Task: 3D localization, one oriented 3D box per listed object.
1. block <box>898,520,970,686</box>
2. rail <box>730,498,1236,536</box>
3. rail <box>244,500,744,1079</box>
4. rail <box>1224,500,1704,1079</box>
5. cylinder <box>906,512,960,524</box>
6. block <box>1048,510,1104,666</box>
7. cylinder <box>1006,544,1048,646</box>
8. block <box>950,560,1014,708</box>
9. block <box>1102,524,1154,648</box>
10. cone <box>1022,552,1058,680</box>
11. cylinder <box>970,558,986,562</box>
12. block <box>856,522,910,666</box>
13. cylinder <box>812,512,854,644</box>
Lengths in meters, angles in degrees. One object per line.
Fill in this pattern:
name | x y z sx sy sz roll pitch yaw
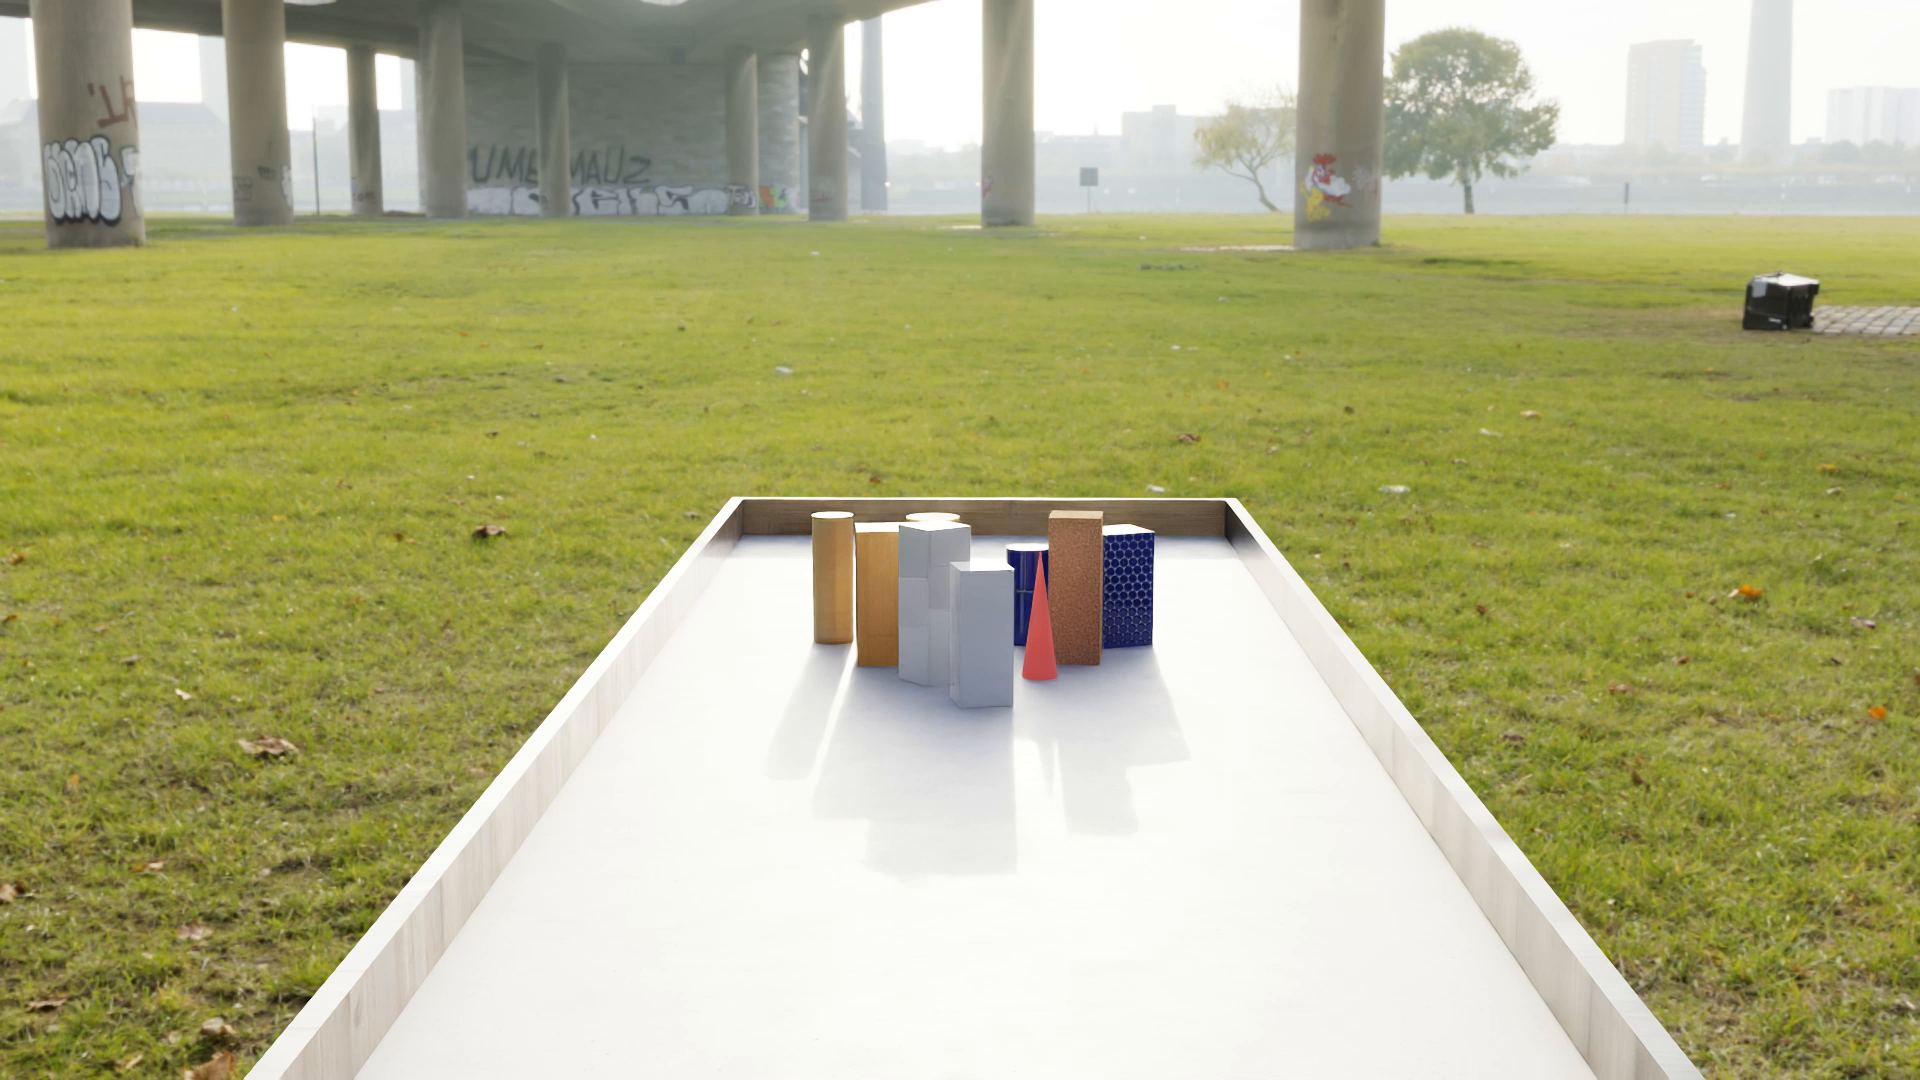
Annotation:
block | -0.074 0.182 6.407 0.151 0.456 0.151 -7 11 -36
rail | 0.099 -0.098 9.147 2.100 0.150 0.050 0 9 1
rail | -1.004 0.839 3.234 0.050 0.150 12.000 0 9 1
rail | 1.046 0.843 3.208 0.050 0.150 12.000 0 9 1
cylinder | -0.085 0.124 6.953 0.168 0.399 0.168 0 9 0
block | 0.351 0.143 6.676 0.156 0.447 0.156 1 9 6
cylinder | 0.218 0.173 6.946 0.145 0.305 0.145 0 9 0
block | 0.060 0.261 6.139 0.150 0.384 0.150 -2 9 -11
block | 0.496 0.145 6.945 0.172 0.360 0.172 -4 10 -22
cone | 0.235 0.211 6.446 0.106 0.385 0.106 0 9 0
cylinder | 0.052 0.216 6.668 0.107 0.306 0.107 0 9 0
block | -0.228 0.163 6.670 0.170 0.410 0.170 -1 9 -5
cylinder | -0.402 0.120 6.959 0.130 0.404 0.130 0 9 0
